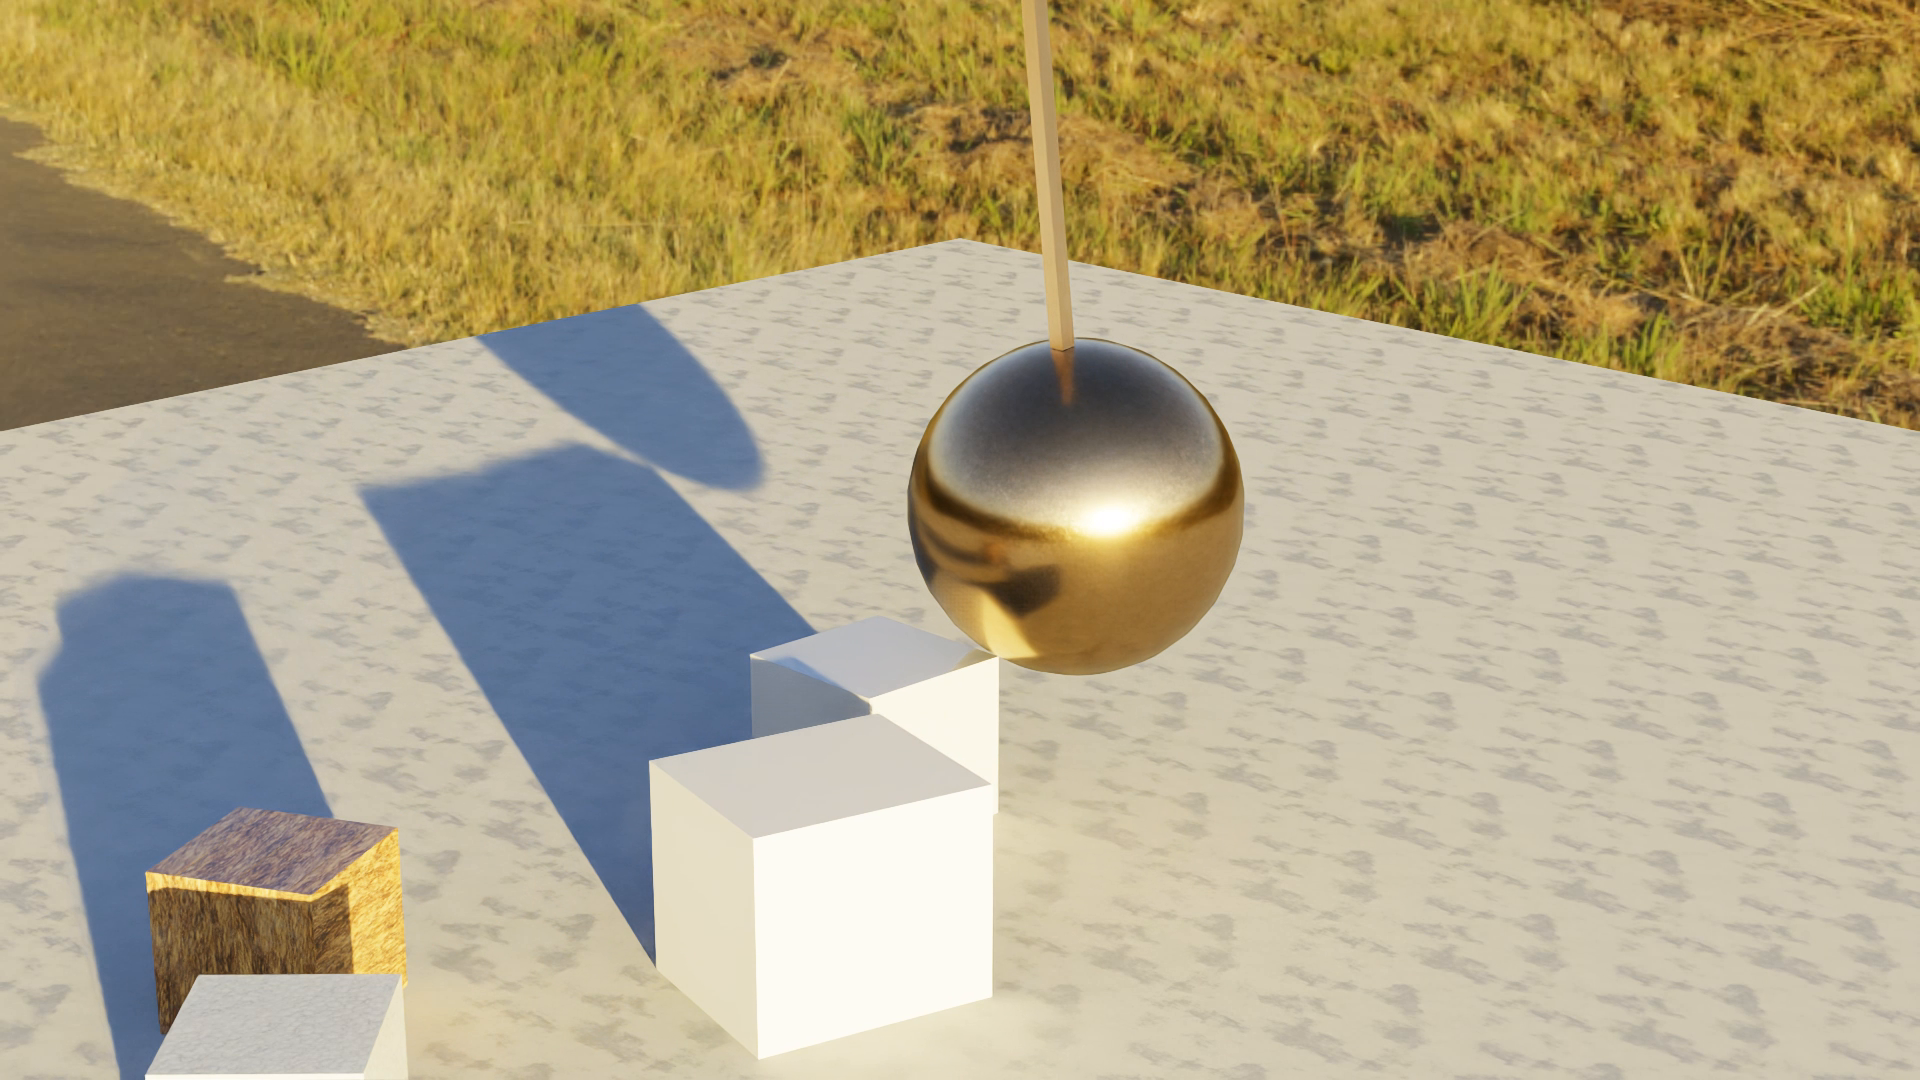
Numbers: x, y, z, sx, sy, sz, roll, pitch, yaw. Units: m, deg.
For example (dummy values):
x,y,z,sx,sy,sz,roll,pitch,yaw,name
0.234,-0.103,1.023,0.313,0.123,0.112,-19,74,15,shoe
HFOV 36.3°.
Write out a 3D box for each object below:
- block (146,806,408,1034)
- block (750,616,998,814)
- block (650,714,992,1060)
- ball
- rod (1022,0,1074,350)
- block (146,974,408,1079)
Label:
x,y,z,sx,sy,sz,roll,pitch,yaw,name
-2.795,1.602,12.055,0.745,0.716,0.713,5,18,17,block
-0.407,0.930,14.052,0.827,0.800,0.842,-16,24,-41,block
-0.581,1.415,12.248,1.095,0.955,0.957,-10,20,-29,block
0.547,-0.158,13.865,1.600,1.600,1.600,0,17,0,ball
0.237,-3.282,12.559,0.080,5.200,0.080,17,31,42,rod
-2.390,2.076,10.396,0.736,0.806,0.768,0,17,-1,block
